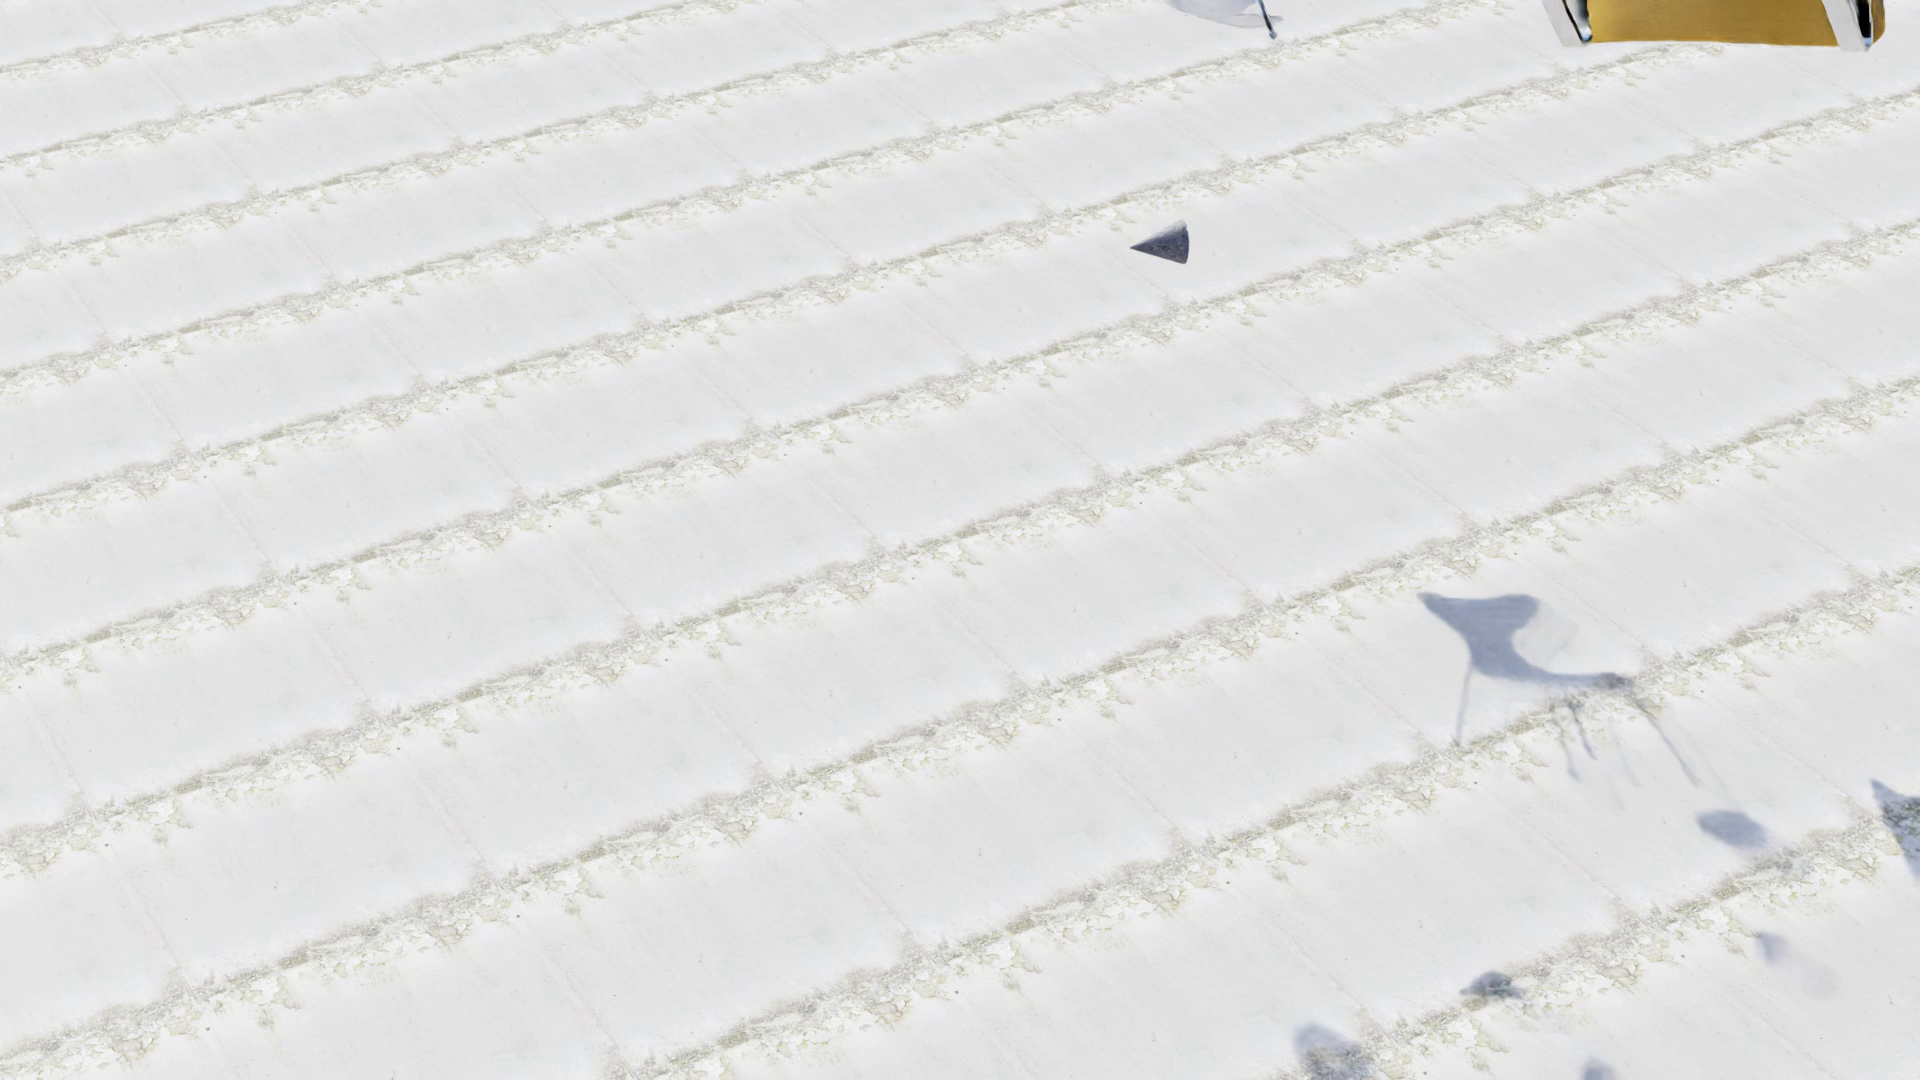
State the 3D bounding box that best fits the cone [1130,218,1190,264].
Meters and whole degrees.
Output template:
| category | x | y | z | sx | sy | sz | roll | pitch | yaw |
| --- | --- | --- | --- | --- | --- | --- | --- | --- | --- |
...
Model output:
| category | x | y | z | sx | sy | sz | roll | pitch | yaw |
| --- | --- | --- | --- | --- | --- | --- | --- | --- | --- |
| cone | 0.599 | -0.905 | 8.987 | 0.179 | 0.149 | 0.114 | -8 | 36 | -13 |
